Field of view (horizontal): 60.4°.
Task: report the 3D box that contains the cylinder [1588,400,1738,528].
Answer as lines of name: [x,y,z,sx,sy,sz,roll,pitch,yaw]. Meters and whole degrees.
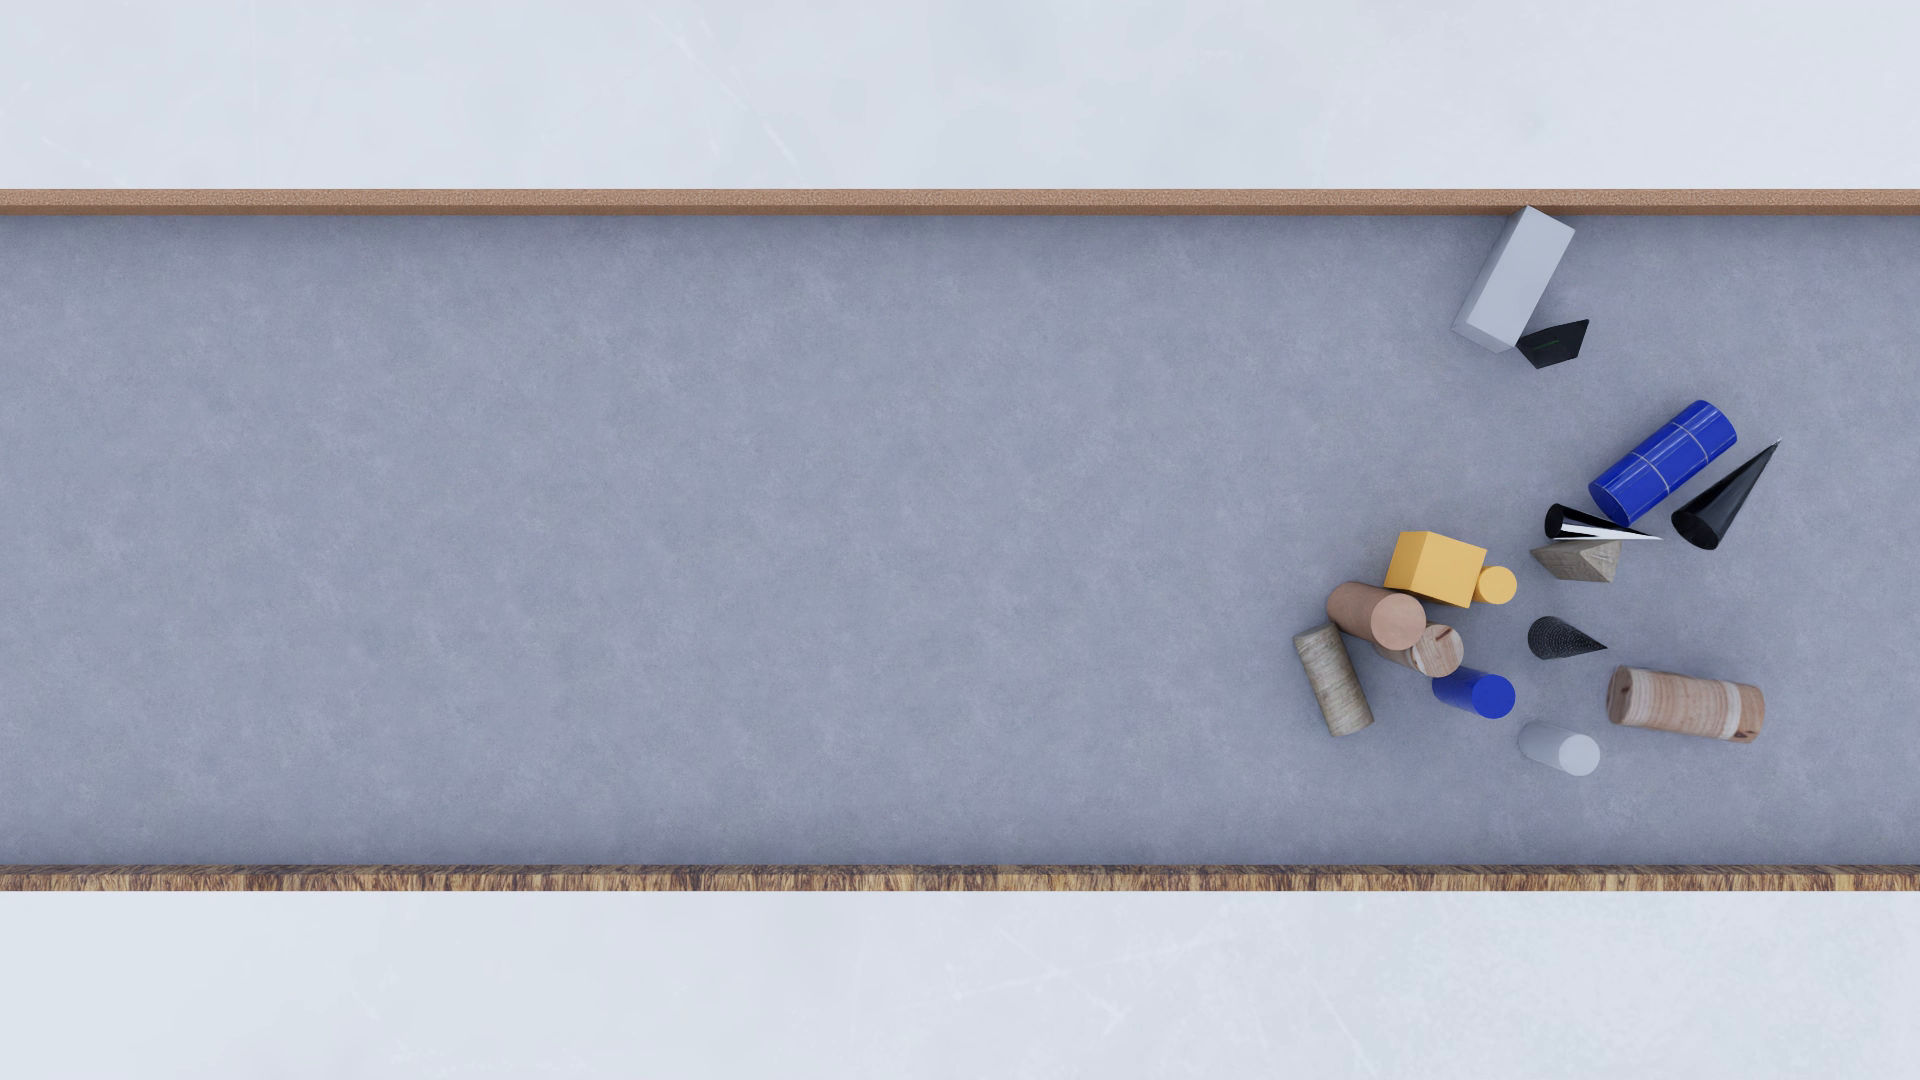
cylinder: [2.124,-0.231,4.991,0.409,0.172,0.172,-38,90,0]

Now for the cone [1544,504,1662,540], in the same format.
cone: [1.986,-0.030,5.049,0.363,0.111,0.111,9,90,-9]

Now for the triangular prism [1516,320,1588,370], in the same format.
triangular prism: [1.778,-0.602,4.919,0.101,0.315,0.116,-42,90,0]

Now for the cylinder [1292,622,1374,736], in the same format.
cylinder: [1.133,0.422,5.007,0.139,0.139,0.320,-22,90,0]

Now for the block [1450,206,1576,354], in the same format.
block: [1.672,-0.786,4.996,0.161,0.161,0.395,28,90,0]

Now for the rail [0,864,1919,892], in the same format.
rail: [-2.247,1.025,5.001,12.000,0.150,0.050,0,90,0]

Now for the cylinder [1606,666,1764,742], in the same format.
cylinder: [2.192,0.497,4.989,0.402,0.176,0.176,8,90,0]

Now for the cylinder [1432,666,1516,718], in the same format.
cylinder: [1.515,0.446,4.881,0.126,0.392,0.126,0,90,0]

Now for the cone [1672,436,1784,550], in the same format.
cone: [2.380,-0.173,5.037,0.431,0.161,0.161,-43,90,-11]

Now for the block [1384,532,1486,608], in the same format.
block: [1.414,0.086,4.925,0.178,0.303,0.178,18,90,0]

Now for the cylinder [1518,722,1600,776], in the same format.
cylinder: [1.780,0.618,4.908,0.119,0.337,0.119,0,90,0]

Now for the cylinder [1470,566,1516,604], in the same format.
cylinder: [1.550,0.130,4.915,0.109,0.322,0.109,0,90,0]

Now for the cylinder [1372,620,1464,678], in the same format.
cylinder: [1.355,0.307,4.898,0.153,0.340,0.153,0,94,-5]

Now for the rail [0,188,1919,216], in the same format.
rail: [-2.247,-1.025,5.002,12.000,0.150,0.050,0,90,0]

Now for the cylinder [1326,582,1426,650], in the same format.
cylinder: [1.225,0.220,4.874,0.163,0.388,0.163,0,94,-6]

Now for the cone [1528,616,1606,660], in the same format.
cone: [1.816,0.303,4.848,0.138,0.456,0.138,0,90,0]

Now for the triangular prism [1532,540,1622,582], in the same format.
triangular prism: [1.836,0.039,4.871,0.125,0.411,0.108,44,90,0]
